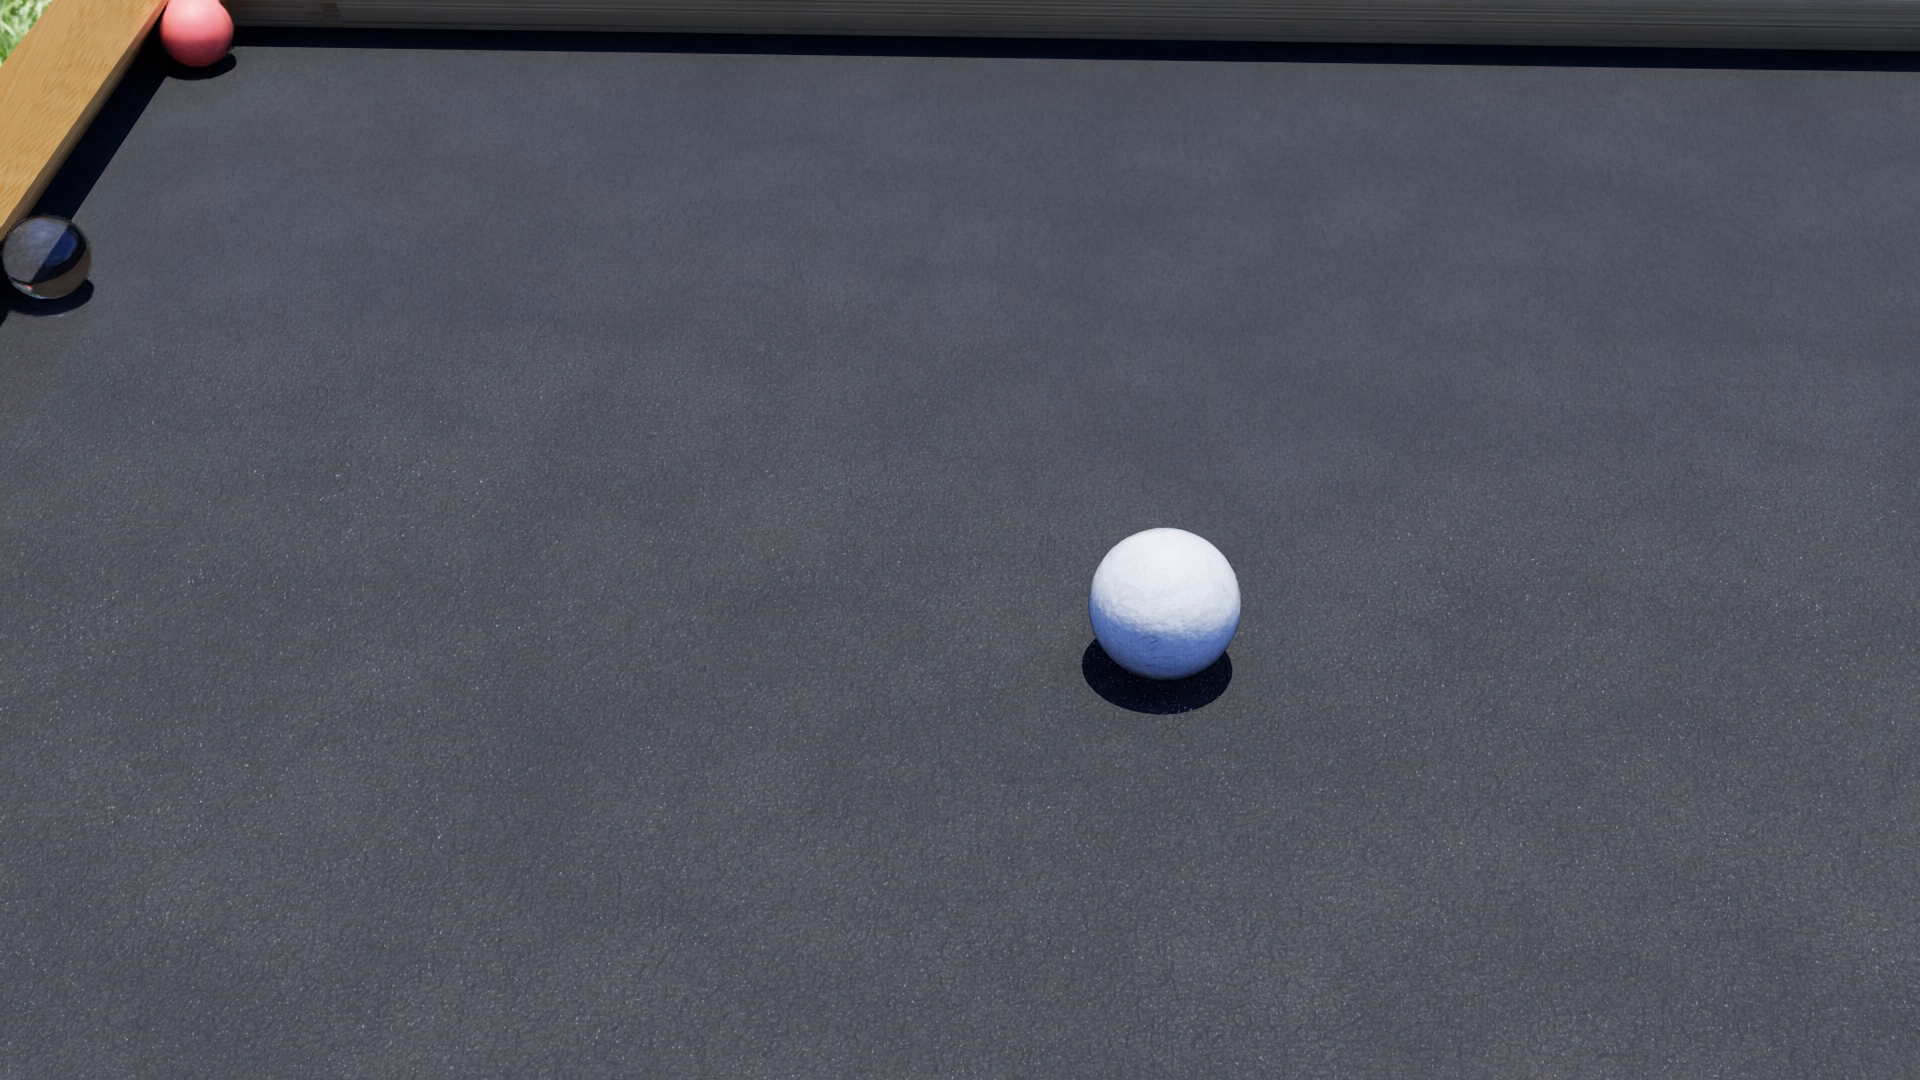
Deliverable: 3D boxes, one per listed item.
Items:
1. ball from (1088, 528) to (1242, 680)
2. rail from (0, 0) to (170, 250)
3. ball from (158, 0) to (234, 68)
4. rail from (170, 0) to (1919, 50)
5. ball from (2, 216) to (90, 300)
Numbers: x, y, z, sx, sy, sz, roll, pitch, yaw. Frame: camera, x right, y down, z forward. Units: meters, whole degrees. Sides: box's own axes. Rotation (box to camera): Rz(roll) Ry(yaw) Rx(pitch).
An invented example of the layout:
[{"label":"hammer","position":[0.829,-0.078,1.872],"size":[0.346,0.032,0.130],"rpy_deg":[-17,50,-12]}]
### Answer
[{"label":"ball","position":[0.133,0.042,1.672],"size":[0.100,0.100,0.100],"rpy_deg":[0,36,0]},{"label":"rail","position":[-0.799,-0.041,1.761],"size":[0.045,0.130,1.795],"rpy_deg":[1,36,2]},{"label":"ball","position":[-0.725,-0.483,2.435],"size":[0.069,0.069,0.069],"rpy_deg":[0,36,0]},{"label":"rail","position":[0.854,-0.515,2.425],"size":[3.293,0.130,0.045],"rpy_deg":[1,36,2]},{"label":"ball","position":[-0.740,-0.229,2.079],"size":[0.068,0.068,0.068],"rpy_deg":[0,36,0]}]
